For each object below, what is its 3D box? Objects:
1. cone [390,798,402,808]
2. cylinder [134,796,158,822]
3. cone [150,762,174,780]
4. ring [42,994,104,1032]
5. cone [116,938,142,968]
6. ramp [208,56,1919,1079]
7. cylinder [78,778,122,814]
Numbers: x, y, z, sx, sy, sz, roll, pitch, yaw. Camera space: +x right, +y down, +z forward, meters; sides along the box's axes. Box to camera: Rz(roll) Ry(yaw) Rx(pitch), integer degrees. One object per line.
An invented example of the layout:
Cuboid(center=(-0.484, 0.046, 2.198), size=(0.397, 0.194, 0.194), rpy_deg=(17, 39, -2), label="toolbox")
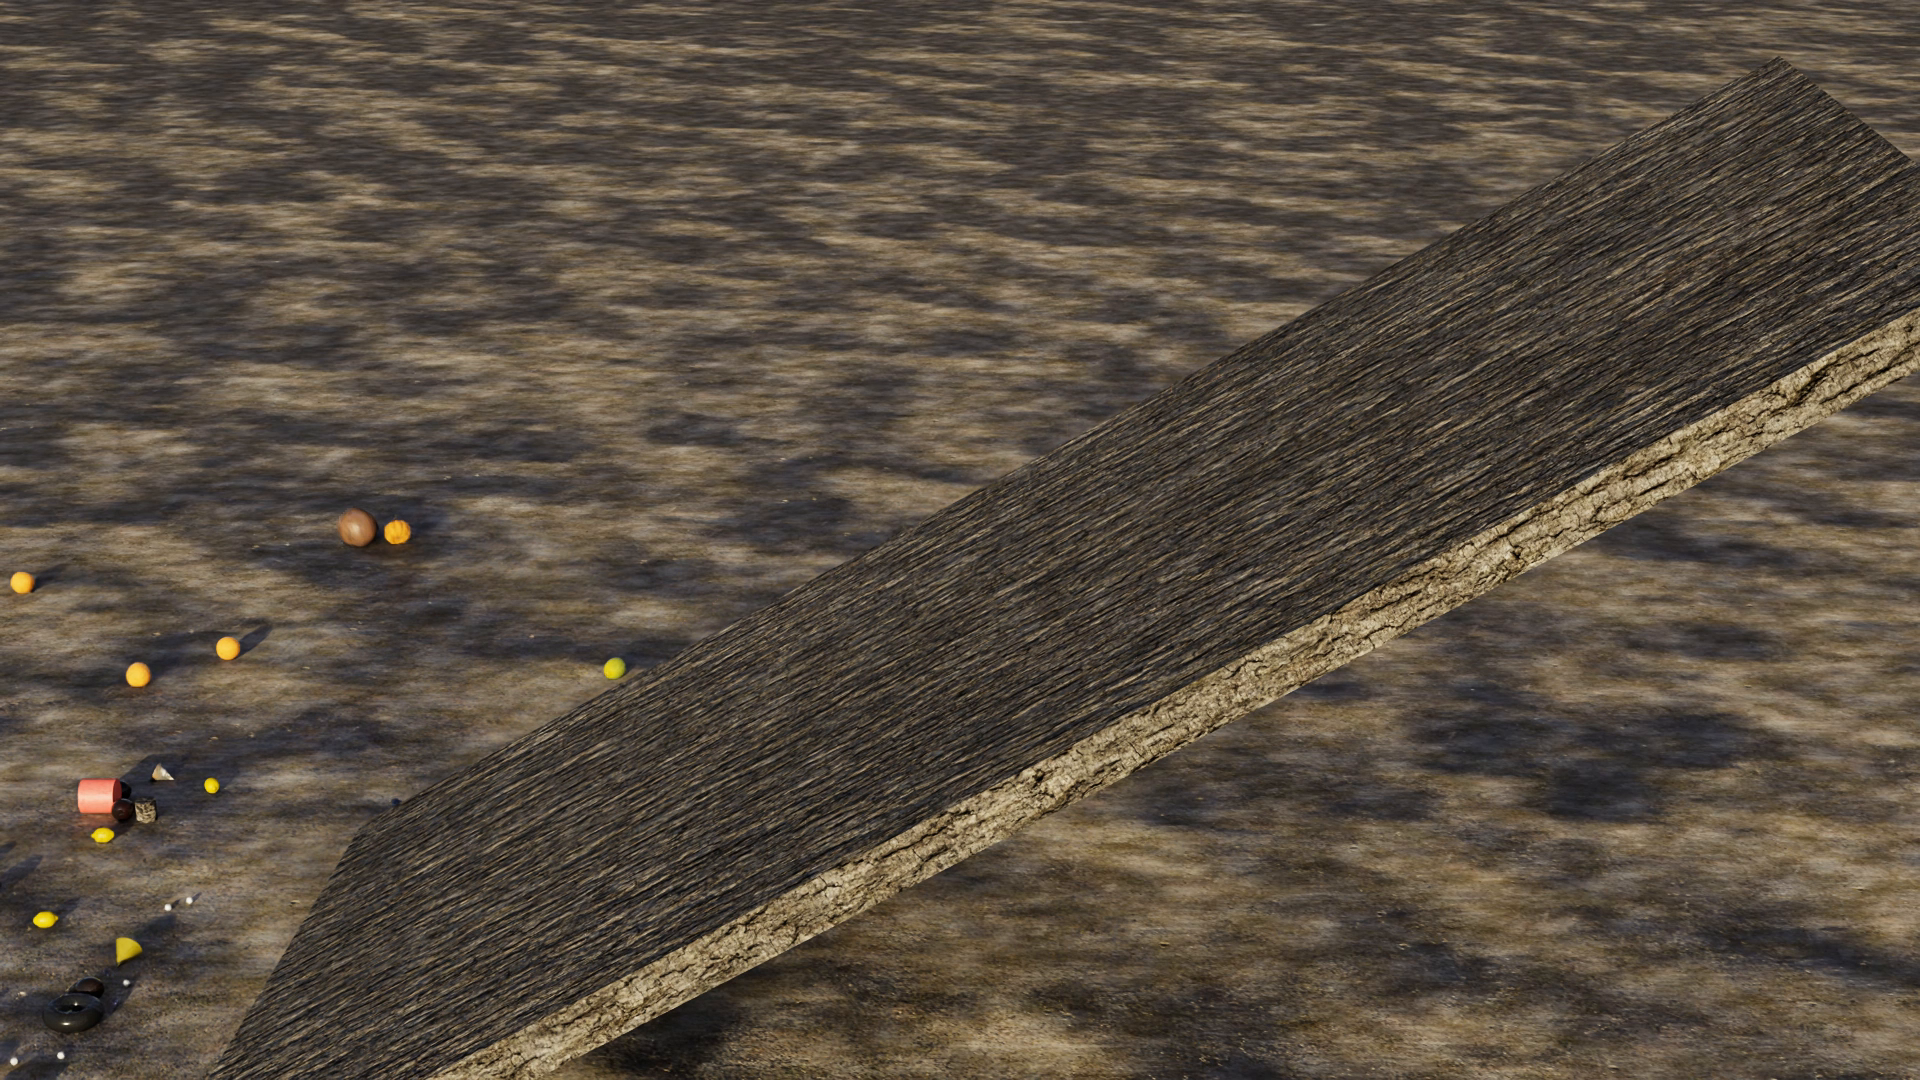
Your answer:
Cuboid(center=(-1.507, 0.740, 7.838), size=(0.072, 0.072, 0.072), rpy_deg=(10, 48, 28), label="cone")
Cuboid(center=(-2.175, 0.720, 7.862), size=(0.054, 0.054, 0.054), rpy_deg=(0, 19, 0), label="cylinder")
Cuboid(center=(-2.195, 0.650, 8.117), size=(0.057, 0.057, 0.057), rpy_deg=(25, 17, -8), label="cone")
Cuboid(center=(-2.044, 1.090, 6.781), size=(0.139, 0.046, 0.139), rpy_deg=(1, 19, 0), label="ring")
Cuboid(center=(-2.010, 1.002, 7.066), size=(0.066, 0.066, 0.066), rpy_deg=(4, 46, 13), label="cone")
Cuboid(center=(0.142, 0.168, 6.285), size=(4.000, 0.100, 2.000), rpy_deg=(-28, 15, 12), label="ramp")
Cuboid(center=(-2.310, 0.688, 7.901), size=(0.092, 0.092, 0.092), rpy_deg=(0, 19, -1), label="cylinder")
